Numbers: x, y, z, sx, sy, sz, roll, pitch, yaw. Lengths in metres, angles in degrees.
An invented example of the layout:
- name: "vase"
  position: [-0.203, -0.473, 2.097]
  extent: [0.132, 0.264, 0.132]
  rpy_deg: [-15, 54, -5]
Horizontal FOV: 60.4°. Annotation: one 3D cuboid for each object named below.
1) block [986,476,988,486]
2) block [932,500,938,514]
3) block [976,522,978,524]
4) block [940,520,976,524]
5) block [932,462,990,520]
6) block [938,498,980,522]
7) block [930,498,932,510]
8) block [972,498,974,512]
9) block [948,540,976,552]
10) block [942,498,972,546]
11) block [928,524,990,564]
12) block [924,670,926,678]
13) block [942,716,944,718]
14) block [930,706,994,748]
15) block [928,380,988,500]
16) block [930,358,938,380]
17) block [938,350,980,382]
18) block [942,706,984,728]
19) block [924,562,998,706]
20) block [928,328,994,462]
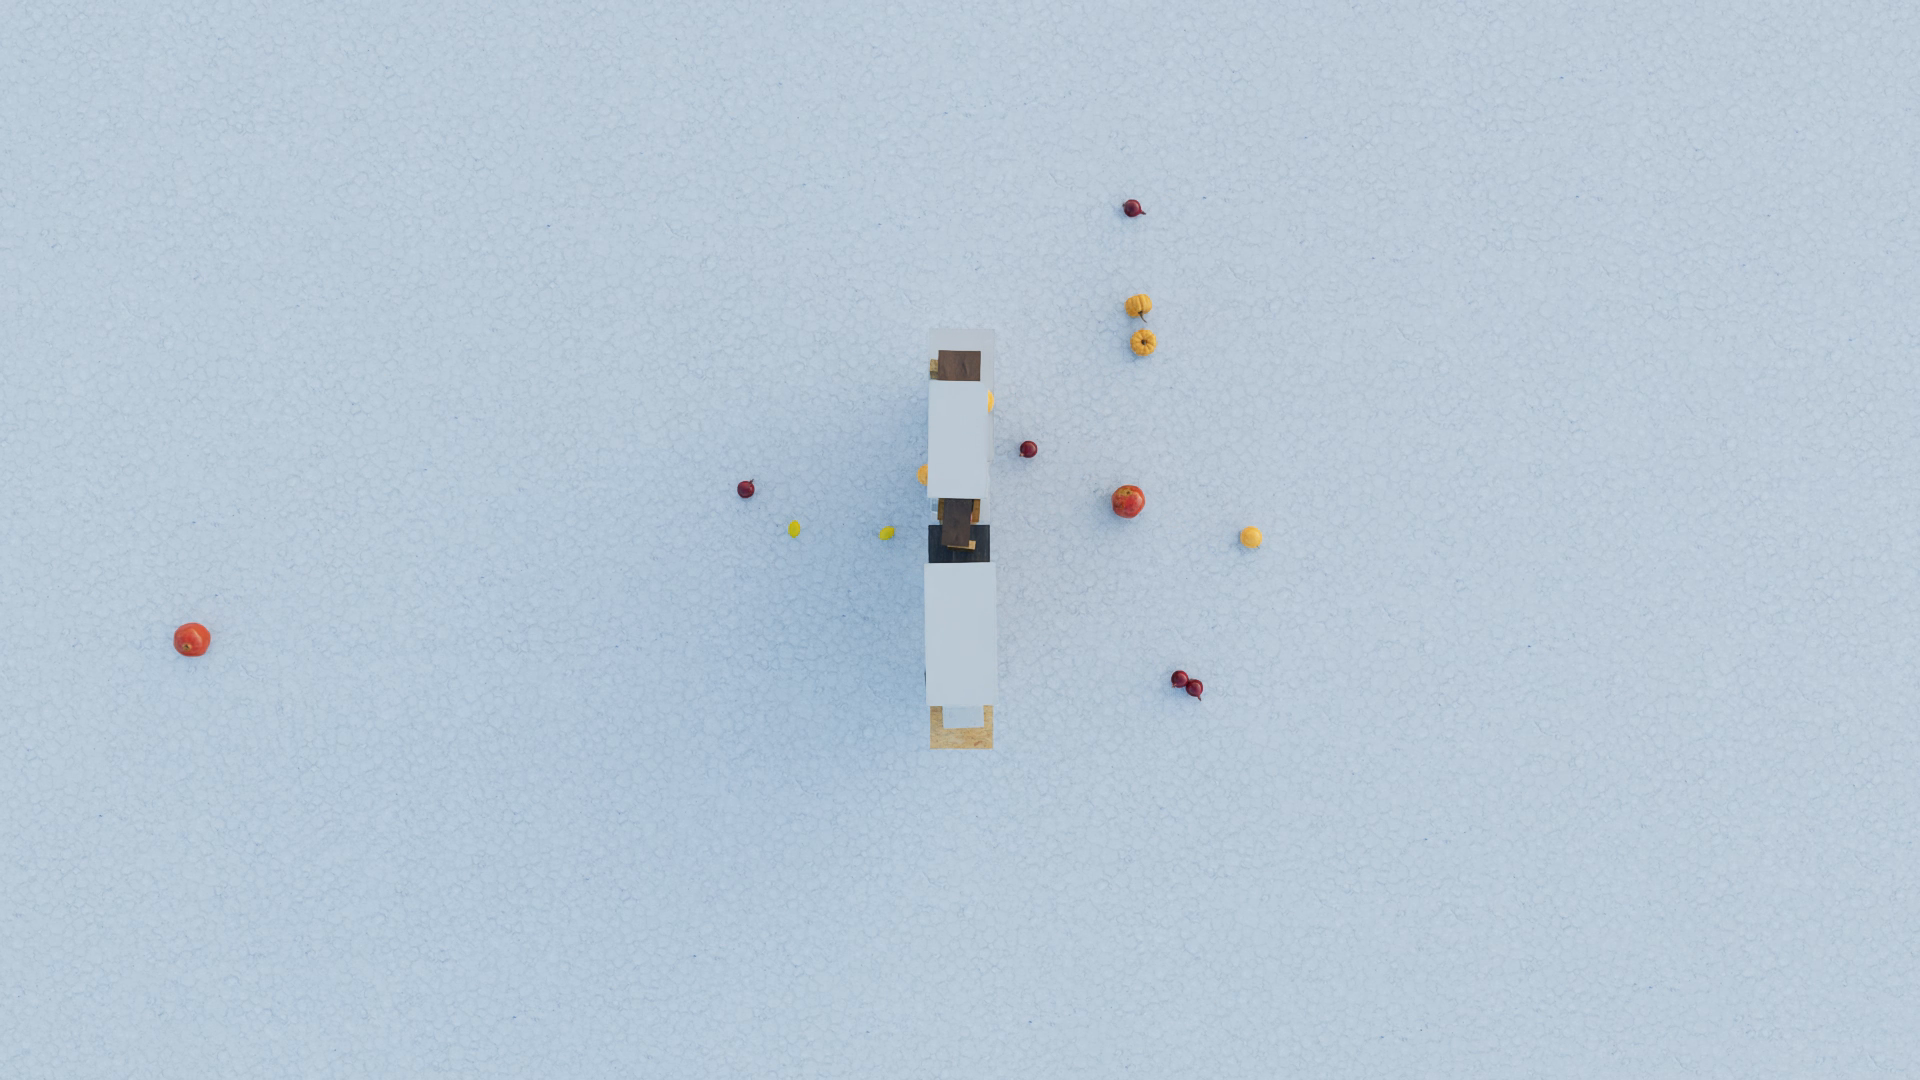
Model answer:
- name: "block"
  position: [-0.003, -0.138, 3.967]
  extent: [0.135, 0.273, 0.038]
  rpy_deg: [6, 90, 0]
- name: "block"
  position: [-0.018, -0.083, 4.320]
  extent: [0.104, 0.374, 0.030]
  rpy_deg: [5, 90, 0]
- name: "block"
  position: [0.005, -0.003, 5.277]
  extent: [0.104, 0.029, 0.208]
  rpy_deg: [0, 90, 0]
- name: "block"
  position: [-0.006, -0.105, 4.522]
  extent: [0.102, 0.029, 0.203]
  rpy_deg: [0, 90, 0]
- name: "block"
  position: [0.000, -0.223, 4.763]
  extent: [0.167, 0.047, 0.335]
  rpy_deg: [0, 90, 0]
- name: "block"
  position: [0.002, -0.151, 4.118]
  extent: [0.104, 0.030, 0.209]
  rpy_deg: [4, 90, 0]
- name: "block"
  position: [-0.003, -0.111, 4.954]
  extent: [0.167, 0.335, 0.047]
  rpy_deg: [0, 90, 0]
- name: "block"
  position: [0.000, -0.092, 4.019]
  extent: [0.066, 0.167, 0.019]
  rpy_deg: [4, 82, 0]
- name: "block"
  position: [0.003, 0.014, 4.002]
  extent: [0.066, 0.132, 0.019]
  rpy_deg: [5, 86, 0]
- name: "block"
  position: [-0.007, -0.052, 3.926]
  extent: [0.066, 0.019, 0.132]
  rpy_deg: [4, 90, 0]
- name: "block"
  position: [-0.002, 0.115, 4.090]
  extent: [0.153, 0.043, 0.305]
  rpy_deg: [0, 90, 0]
- name: "block"
  position: [0.001, 0.317, 3.965]
  extent: [0.160, 0.433, 0.045]
  rpy_deg: [-5, 90, 0]
- name: "block"
  position: [0.005, 0.440, 4.314]
  extent: [0.103, 0.206, 0.029]
  rpy_deg: [0, 90, 0]
- name: "block"
  position: [0.004, 0.391, 4.441]
  extent: [0.168, 0.048, 0.337]
  rpy_deg: [0, 90, 0]
- name: "block"
  position: [-0.005, -0.231, 3.811]
  extent: [0.135, 0.038, 0.269]
  rpy_deg: [1, 90, 0]
- name: "block"
  position: [-0.023, -0.433, 4.236]
  extent: [0.106, 0.212, 0.030]
  rpy_deg: [6, 90, 0]
- name: "block"
  position: [-0.003, -0.365, 4.115]
  extent: [0.106, 0.030, 0.212]
  rpy_deg: [1, 90, 0]
- name: "block"
  position: [0.006, 0.373, 4.196]
  extent: [0.103, 0.029, 0.206]
  rpy_deg: [-2, 90, 0]
- name: "block"
  position: [0.002, 0.212, 3.725]
  extent: [0.160, 0.045, 0.320]
  rpy_deg: [-1, 90, 0]
- name: "block"
  position: [0.003, -0.382, 4.367]
  extent: [0.174, 0.049, 0.348]
  rpy_deg: [0, 90, 0]
